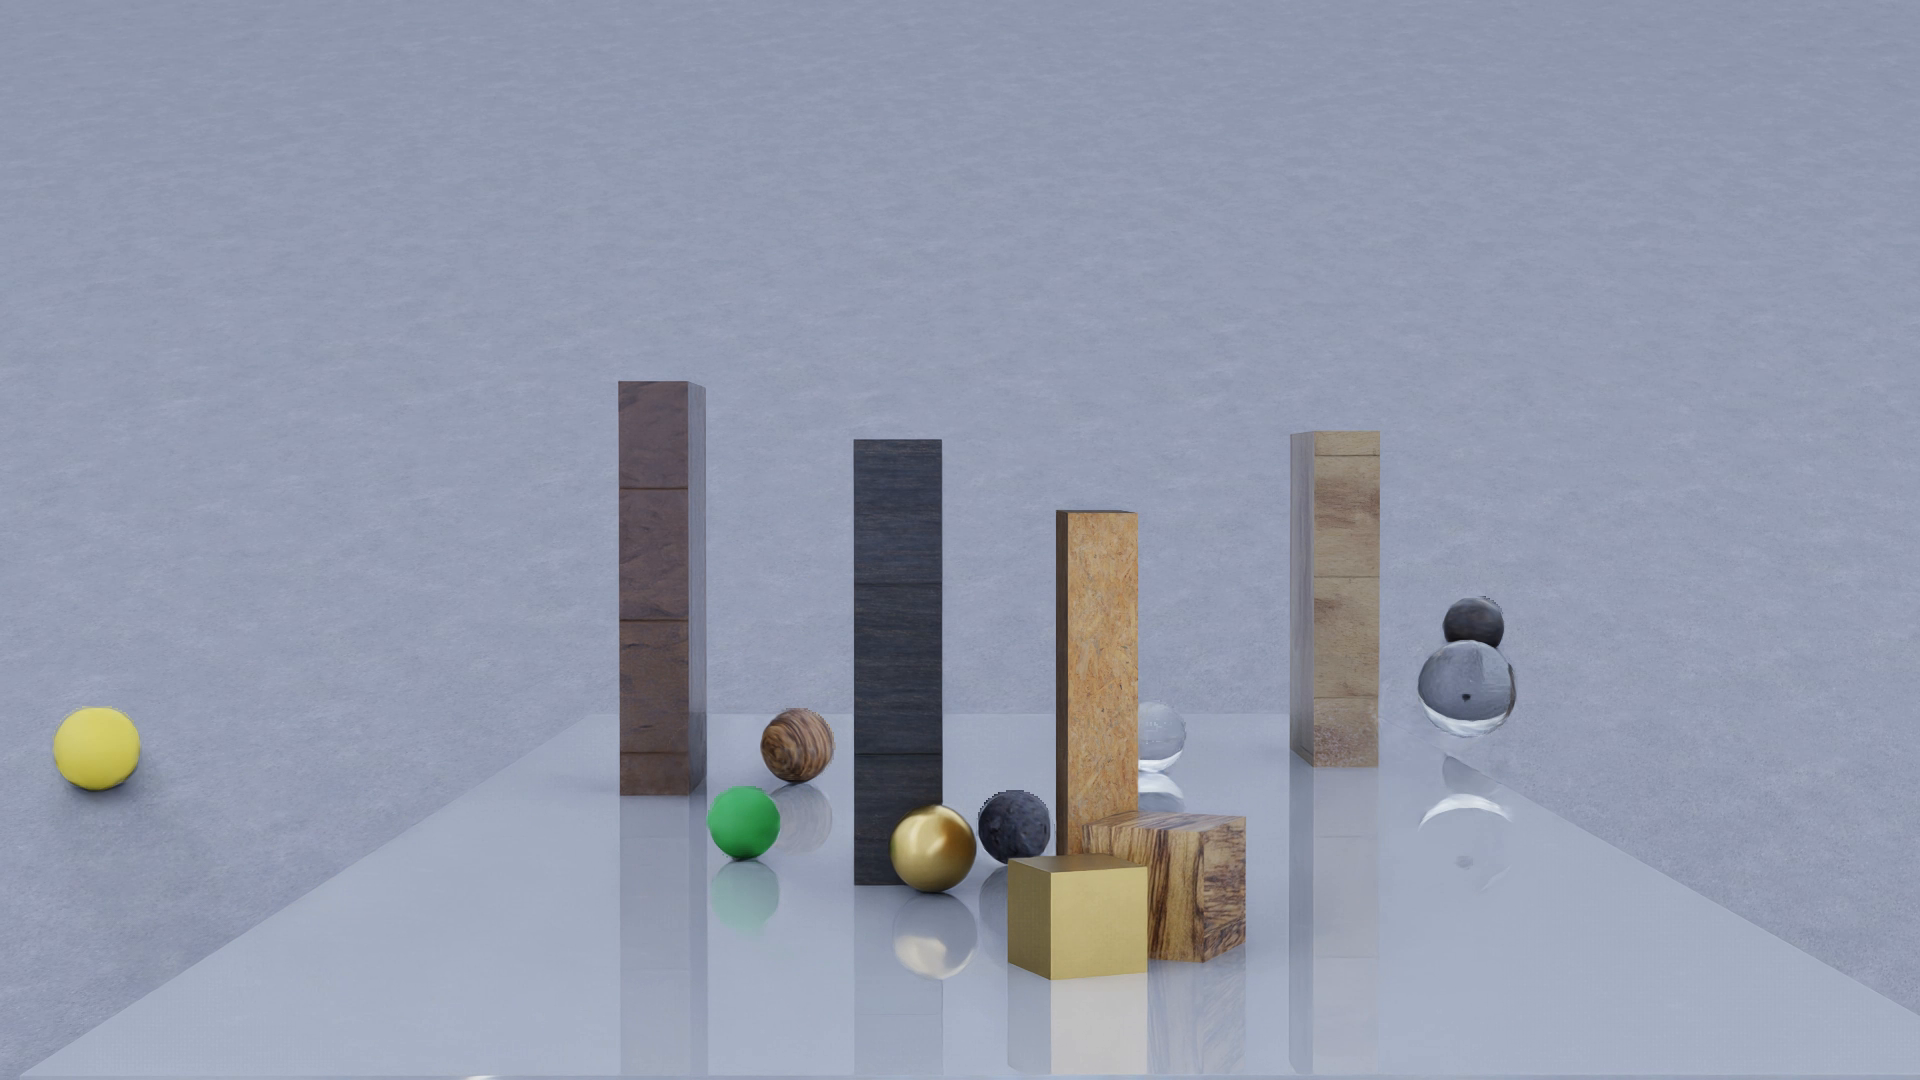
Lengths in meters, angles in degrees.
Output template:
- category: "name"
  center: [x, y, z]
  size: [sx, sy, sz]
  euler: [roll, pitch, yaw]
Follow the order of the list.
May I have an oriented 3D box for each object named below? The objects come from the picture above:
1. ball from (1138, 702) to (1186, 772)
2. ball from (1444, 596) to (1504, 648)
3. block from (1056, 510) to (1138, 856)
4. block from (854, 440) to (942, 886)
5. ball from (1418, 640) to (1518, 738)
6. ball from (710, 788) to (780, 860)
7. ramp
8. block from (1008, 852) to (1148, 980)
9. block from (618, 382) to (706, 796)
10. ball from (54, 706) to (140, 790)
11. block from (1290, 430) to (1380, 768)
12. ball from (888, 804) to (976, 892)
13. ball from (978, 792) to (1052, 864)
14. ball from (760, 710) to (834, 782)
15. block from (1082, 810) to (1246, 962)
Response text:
- category: "ball"
  center: [0.388, 0.401, 5.260]
  size: [0.144, 0.144, 0.144]
  euler: [0, 26, 0]
- category: "ball"
  center: [1.396, 0.237, 7.012]
  size: [0.164, 0.164, 0.164]
  euler: [0, 26, 0]
- category: "block"
  center: [0.187, 0.236, 3.582]
  size: [0.092, 0.550, 0.406]
  euler: [0, 1, 0]
- category: "block"
  center: [-0.091, 0.176, 3.914]
  size: [0.129, 0.654, 0.272]
  euler: [0, 1, 0]
- category: "ball"
  center: [1.053, 0.309, 5.359]
  size: [0.204, 0.204, 0.204]
  euler: [0, 26, 0]
- category: "ball"
  center: [-0.338, 0.445, 4.051]
  size: [0.112, 0.112, 0.112]
  euler: [0, 26, 0]
- category: "ramp"
  center: [0.060, 0.539, 4.575]
  size: [2.000, 0.100, 4.000]
  euler: [0, 1, 0]
- category: "block"
  center: [0.142, 0.457, 3.144]
  size: [0.128, 0.128, 0.128]
  euler: [-1, 1, -23]
- category: "block"
  center: [-0.577, 0.088, 5.033]
  size: [0.131, 0.781, 0.346]
  euler: [0, 1, 0]
- category: "ball"
  center: [-2.139, 0.517, 6.396]
  size: [0.206, 0.206, 0.206]
  euler: [0, 26, 0]
- category: "block"
  center: [0.800, 0.118, 5.528]
  size: [0.135, 0.696, 0.386]
  euler: [0, 1, 0]
- category: "ball"
  center: [-0.039, 0.444, 3.721]
  size: [0.127, 0.127, 0.127]
  euler: [0, 26, 0]
- category: "ball"
  center: [0.085, 0.446, 3.984]
  size: [0.112, 0.112, 0.112]
  euler: [0, 26, 0]
- category: "ball"
  center: [-0.321, 0.406, 5.077]
  size: [0.143, 0.143, 0.143]
  euler: [0, 26, 0]
- category: "block"
  center: [0.260, 0.437, 3.277]
  size: [0.161, 0.161, 0.161]
  euler: [1, 1, 25]
